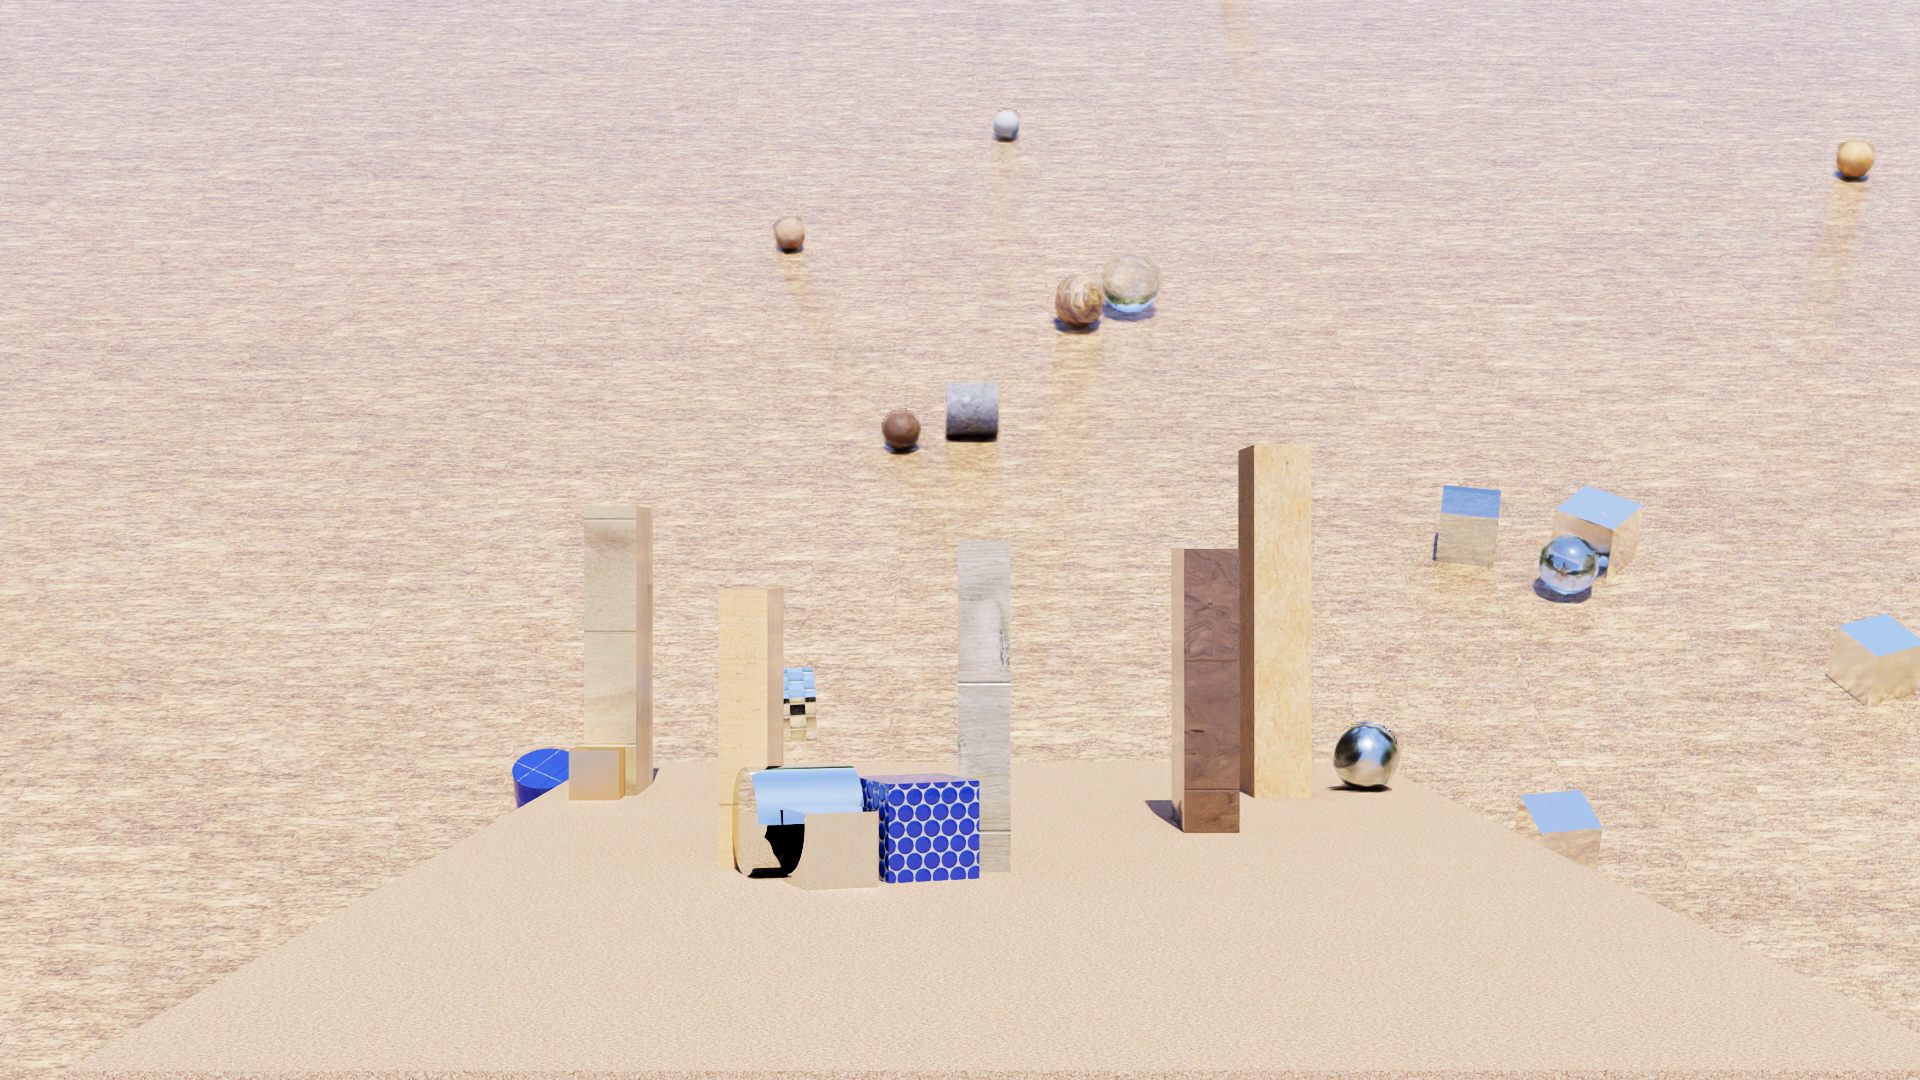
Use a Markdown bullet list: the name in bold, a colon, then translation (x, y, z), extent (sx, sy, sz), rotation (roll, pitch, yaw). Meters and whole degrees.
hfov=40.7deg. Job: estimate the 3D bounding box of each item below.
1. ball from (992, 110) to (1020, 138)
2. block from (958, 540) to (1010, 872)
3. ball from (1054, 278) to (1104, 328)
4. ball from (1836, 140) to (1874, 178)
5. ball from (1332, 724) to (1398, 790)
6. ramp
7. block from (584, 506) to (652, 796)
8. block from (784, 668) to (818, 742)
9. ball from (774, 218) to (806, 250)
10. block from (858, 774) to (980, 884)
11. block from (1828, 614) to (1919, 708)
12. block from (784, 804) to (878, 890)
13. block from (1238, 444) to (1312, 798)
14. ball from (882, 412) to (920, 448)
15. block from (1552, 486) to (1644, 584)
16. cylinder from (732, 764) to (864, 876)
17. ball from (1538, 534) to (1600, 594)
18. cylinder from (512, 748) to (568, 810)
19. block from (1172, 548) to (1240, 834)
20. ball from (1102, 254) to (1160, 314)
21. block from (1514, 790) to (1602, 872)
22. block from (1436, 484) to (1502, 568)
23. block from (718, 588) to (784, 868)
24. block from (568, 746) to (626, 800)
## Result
- **ball**: translation (0.188, -1.687, 10.519), extent (0.111, 0.111, 0.111), rotation (0, 31, 0)
- **block**: translation (0.041, 0.281, 4.543), extent (0.089, 0.559, 0.371), rotation (0, 0, 0)
- **ball**: translation (0.415, -0.827, 9.022), extent (0.171, 0.171, 0.171), rotation (0, 31, 0)
- **ball**: translation (3.515, -1.495, 10.165), extent (0.143, 0.143, 0.143), rotation (0, 31, 0)
- **ball**: translation (0.920, 0.493, 5.871), extent (0.149, 0.149, 0.149), rotation (0, 31, 0)
- **ramp**: translation (0.069, 0.611, 4.683), extent (2.000, 0.100, 4.000), rotation (0, 0, 0)
- **block**: translation (-0.777, 0.247, 5.907), extent (0.116, 0.643, 0.312), rotation (0, 0, 0)
- **block**: translation (-0.458, 0.442, 6.931), extent (0.142, 0.142, 0.142), rotation (-3, 31, -5)
- **ball**: translation (-0.630, -1.135, 9.589), extent (0.117, 0.117, 0.117), rotation (0, 31, 0)
- **block**: translation (-0.075, 0.478, 4.317), extent (0.162, 0.162, 0.162), rotation (0, 0, -24)
- **block**: translation (2.512, 0.329, 7.096), extent (0.165, 0.165, 0.165), rotation (-12, 33, -20)
- **block**: translation (-0.210, 0.498, 4.200), extent (0.122, 0.122, 0.122), rotation (0, 0, -22)
- **block**: translation (0.708, 0.180, 5.840), extent (0.125, 0.776, 0.327), rotation (0, 0, 0)
- **ball**: translation (-0.186, -0.351, 8.277), extent (0.120, 0.120, 0.120), rotation (0, 31, 0)
- **block**: translation (1.878, -0.017, 7.652), extent (0.187, 0.187, 0.187), rotation (23, 38, 33)
- **cylinder**: translation (-0.272, 0.469, 4.343), extent (0.182, 0.182, 0.182), rotation (0, 30, -18)
- **ball**: translation (1.767, 0.072, 7.519), extent (0.173, 0.173, 0.173), rotation (0, 31, 0)
- **cylinder**: translation (-1.042, 0.647, 6.560), extent (0.170, 0.170, 0.170), rotation (0, 31, 0)
- **block**: translation (0.484, 0.290, 5.118), extent (0.107, 0.547, 0.294), rotation (0, 0, 0)
- **ball**: translation (0.601, -0.901, 9.114), extent (0.205, 0.205, 0.205), rotation (0, 31, 0)
- **block**: translation (1.482, 0.737, 6.423), extent (0.158, 0.158, 0.158), rotation (-4, 31, -7)
- **block**: translation (1.514, -0.041, 7.711), extent (0.169, 0.169, 0.169), rotation (6, 31, 10)
- **block**: translation (-0.371, 0.324, 4.624), extent (0.083, 0.475, 0.407), rotation (0, 0, 0)
- **block**: translation (-0.798, 0.513, 5.695), extent (0.109, 0.109, 0.109), rotation (0, 0, 0)
